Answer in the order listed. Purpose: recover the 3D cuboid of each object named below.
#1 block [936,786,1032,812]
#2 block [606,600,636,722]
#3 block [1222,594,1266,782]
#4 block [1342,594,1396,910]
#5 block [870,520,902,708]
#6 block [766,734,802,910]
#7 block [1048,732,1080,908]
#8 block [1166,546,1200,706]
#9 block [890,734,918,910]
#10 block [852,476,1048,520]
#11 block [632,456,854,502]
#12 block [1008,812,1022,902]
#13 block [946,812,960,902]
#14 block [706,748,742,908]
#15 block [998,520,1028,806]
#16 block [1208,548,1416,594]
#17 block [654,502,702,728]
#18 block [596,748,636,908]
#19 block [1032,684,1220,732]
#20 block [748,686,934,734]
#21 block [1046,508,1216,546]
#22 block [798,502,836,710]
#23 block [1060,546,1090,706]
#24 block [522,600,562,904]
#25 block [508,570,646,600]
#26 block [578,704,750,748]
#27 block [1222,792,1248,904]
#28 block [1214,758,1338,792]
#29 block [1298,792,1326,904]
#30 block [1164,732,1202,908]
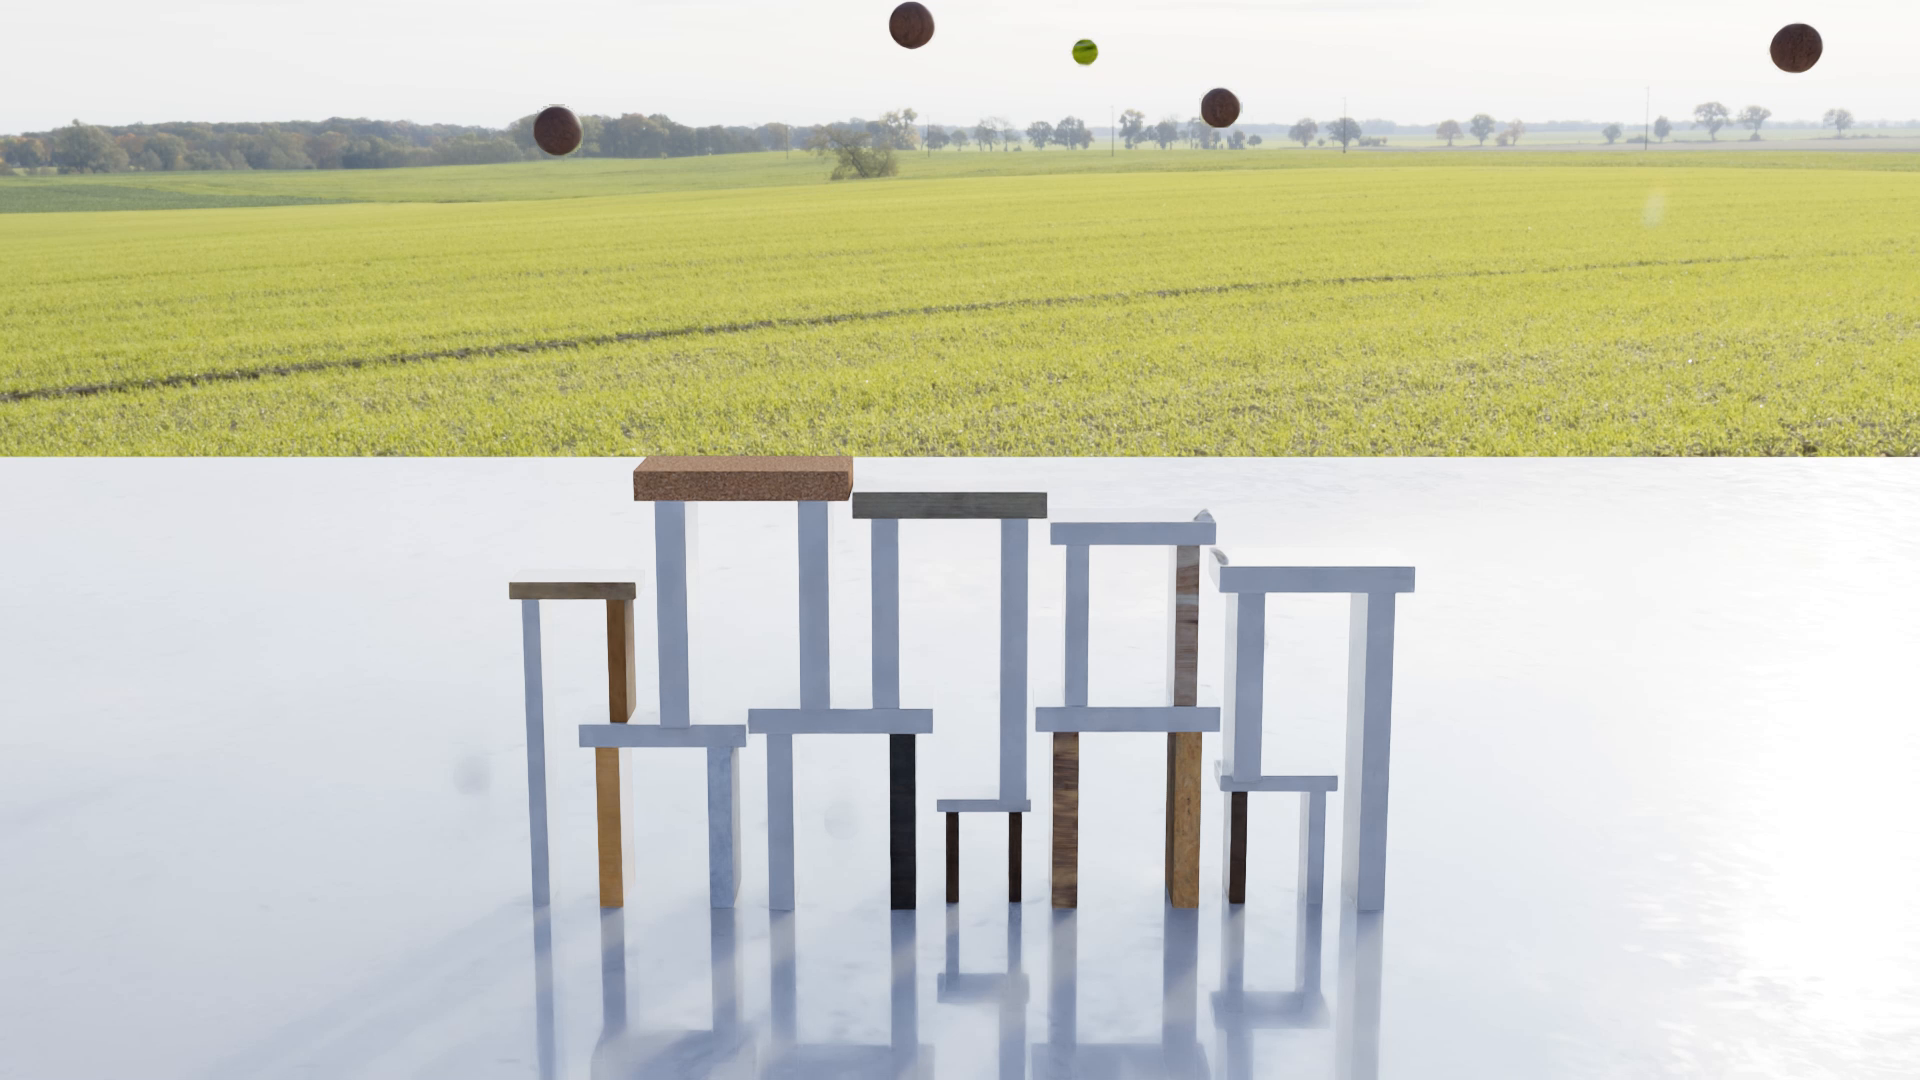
[{"bbox_3d":[0.039,0.428,3.636,0.155,0.022,0.077,0,11,0],"label":"block"},{"bbox_3d":[-0.553,0.186,3.592,0.029,0.203,0.102,0,11,0],"label":"block"},{"bbox_3d":[0.464,0.223,3.598,0.044,0.310,0.155,0,11,0],"label":"block"},{"bbox_3d":[0.671,0.330,3.618,0.044,0.529,0.155,0,11,0],"label":"block"},{"bbox_3d":[-0.119,0.104,3.581,0.044,0.309,0.154,0,11,0],"label":"block"},{"bbox_3d":[-0.291,0.444,3.639,0.042,0.297,0.149,0,11,0],"label":"block"},{"bbox_3d":[0.171,0.443,3.646,0.042,0.298,0.149,0,11,0],"label":"block"},{"bbox_3d":[0.363,0.126,3.582,0.037,0.264,0.132,0,11,0],"label":"block"},{"bbox_3d":[-0.093,0.444,3.639,0.042,0.297,0.149,0,11,0],"label":"block"},{"bbox_3d":[-0.016,-0.069,3.549,0.309,0.044,0.154,0,11,0],"label":"block"},{"bbox_3d":[-0.345,-0.100,3.542,0.338,0.048,0.169,0,11,0],"label":"block"},{"bbox_3d":[0.091,0.514,3.652,0.022,0.155,0.077,0,11,0],"label":"block"},{"bbox_3d":[-0.012,0.514,3.652,0.022,0.155,0.077,0,11,0],"label":"block"},{"bbox_3d":[-0.390,0.456,3.647,0.038,0.271,0.135,0,11,0],"label":"block"},{"bbox_3d":[0.086,0.184,3.596,0.044,0.471,0.154,0,11,0],"label":"block"},{"bbox_3d":[0.567,0.048,3.566,0.311,0.044,0.155,0,11,0],"label":"block"},{"bbox_3d":[-0.458,0.105,3.580,0.048,0.368,0.169,0,11,0],"label":"block"},{"bbox_3d":[-0.571,0.456,3.647,0.038,0.271,0.135,0,11,0],"label":"block"},{"bbox_3d":[0.270,0.276,3.615,0.298,0.042,0.149,0,11,0],"label":"block"},{"bbox_3d":[-0.192,0.278,3.608,0.297,0.042,0.149,0,11,0],"label":"block"},{"bbox_3d":[0.275,-0.022,3.555,0.264,0.037,0.132,0,11,0],"label":"block"},{"bbox_3d":[-0.232,0.090,3.577,0.048,0.338,0.169,0,11,0],"label":"block"},{"bbox_3d":[0.187,0.126,3.582,0.037,0.264,0.132,0,11,0],"label":"block"},{"bbox_3d":[-0.688,0.338,3.620,0.029,0.513,0.102,0,11,0],"label":"block"},{"bbox_3d":[-0.621,0.072,3.571,0.203,0.029,0.102,0,11,0],"label":"block"},{"bbox_3d":[-0.481,0.304,3.619,0.271,0.038,0.135,0,11,0],"label":"block"},{"bbox_3d":[0.456,0.496,3.652,0.027,0.192,0.096,0,11,0],"label":"block"},{"bbox_3d":[0.520,0.388,3.632,0.192,0.027,0.096,0,11,0],"label":"block"},{"bbox_3d":[0.584,0.496,3.652,0.027,0.192,0.096,0,11,0],"label":"block"},{"bbox_3d":[0.370,0.443,3.646,0.042,0.298,0.149,0,11,0],"label":"block"}]
